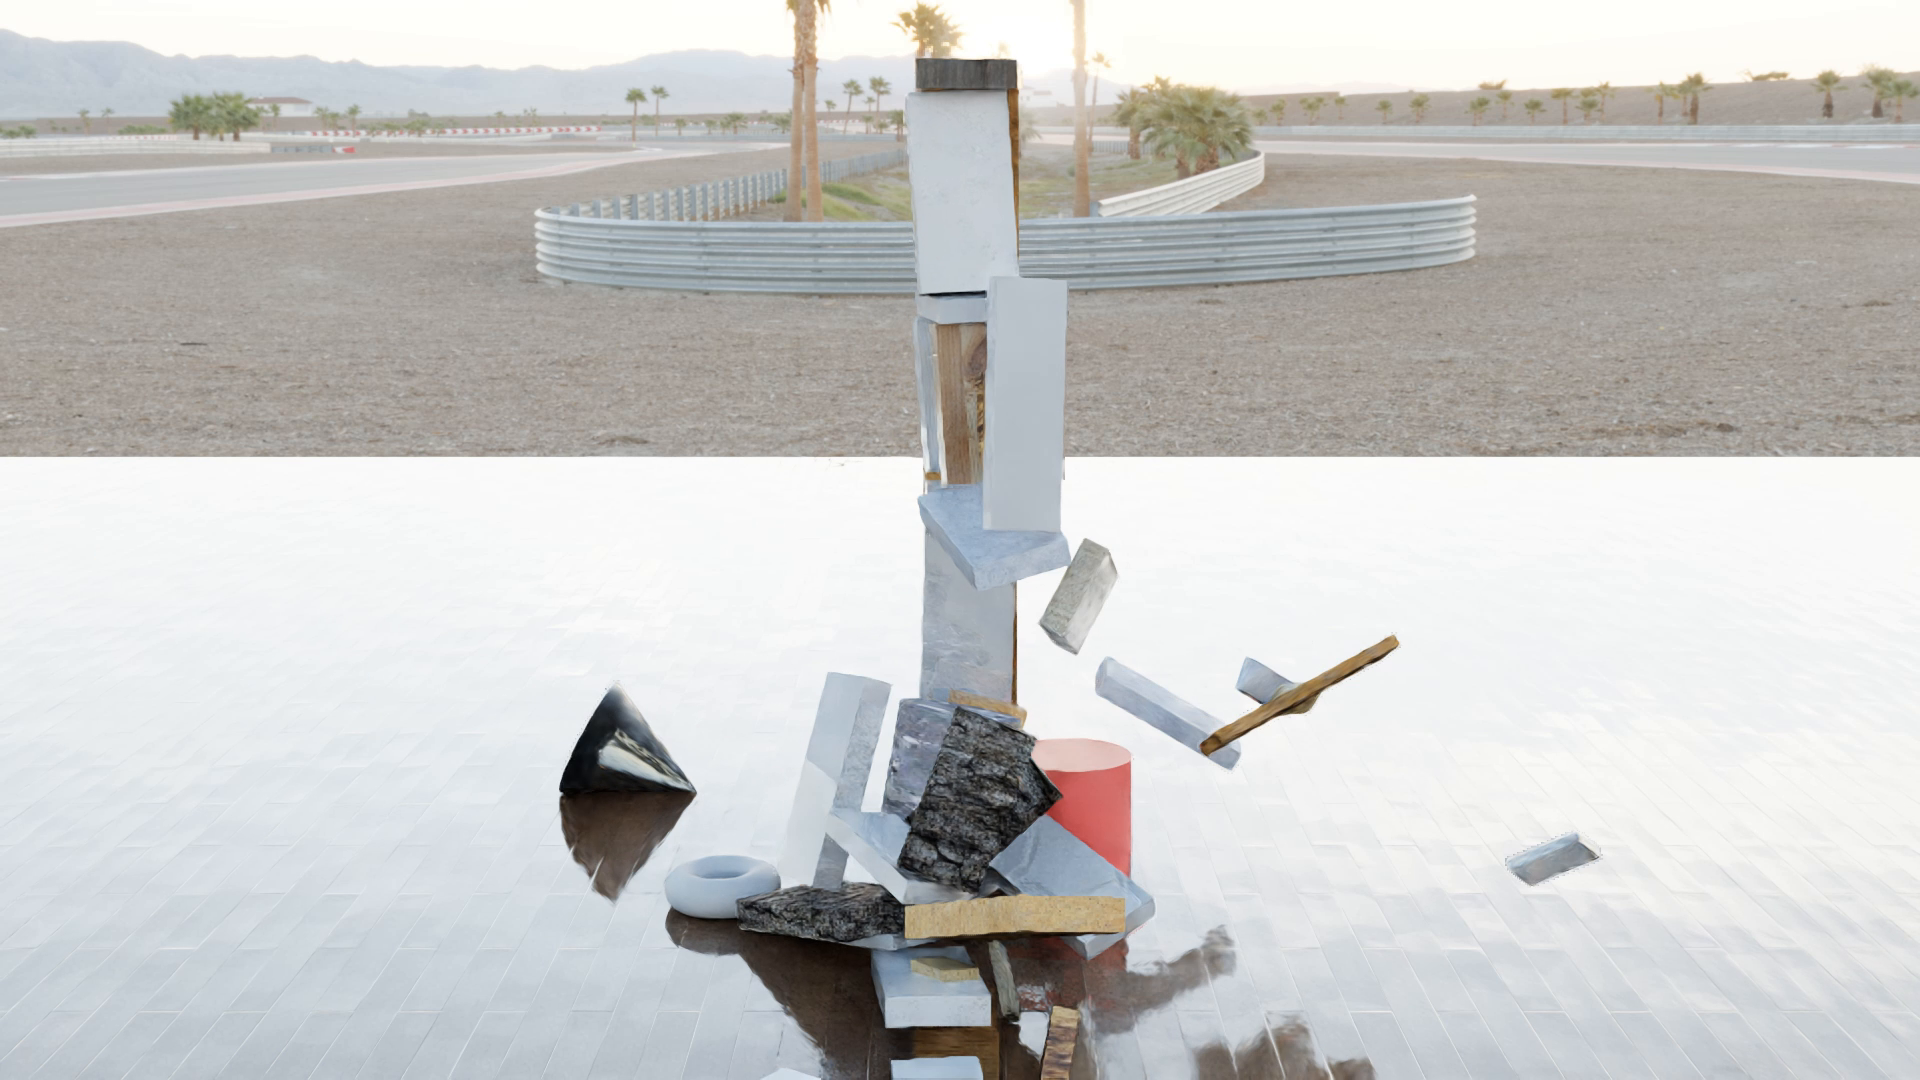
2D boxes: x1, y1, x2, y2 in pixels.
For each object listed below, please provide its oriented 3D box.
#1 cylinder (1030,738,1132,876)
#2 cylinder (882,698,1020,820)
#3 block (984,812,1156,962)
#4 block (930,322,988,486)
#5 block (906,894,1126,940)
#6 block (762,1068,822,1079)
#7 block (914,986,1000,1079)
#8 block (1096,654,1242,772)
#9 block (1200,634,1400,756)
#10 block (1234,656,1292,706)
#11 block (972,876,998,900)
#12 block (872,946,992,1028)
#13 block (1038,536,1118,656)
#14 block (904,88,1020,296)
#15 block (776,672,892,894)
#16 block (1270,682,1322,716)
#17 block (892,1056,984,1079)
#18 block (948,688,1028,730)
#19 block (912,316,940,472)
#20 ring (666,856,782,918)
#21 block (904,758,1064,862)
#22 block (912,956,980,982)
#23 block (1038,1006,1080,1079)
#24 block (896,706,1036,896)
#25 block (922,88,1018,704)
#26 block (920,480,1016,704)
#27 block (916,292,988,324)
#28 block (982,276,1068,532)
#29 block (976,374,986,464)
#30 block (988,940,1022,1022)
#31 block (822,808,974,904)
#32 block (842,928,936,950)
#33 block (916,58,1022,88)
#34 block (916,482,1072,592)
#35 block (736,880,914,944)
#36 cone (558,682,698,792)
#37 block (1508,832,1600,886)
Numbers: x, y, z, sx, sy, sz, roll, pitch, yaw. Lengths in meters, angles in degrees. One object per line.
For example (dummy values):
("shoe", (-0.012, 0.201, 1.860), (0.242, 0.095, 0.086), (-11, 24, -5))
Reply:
("cylinder", (0.190, 0.467, 3.767), (0.207, 0.207, 0.207), (0, 11, 0))
("cylinder", (-0.016, 0.379, 3.607), (0.202, 0.202, 0.202), (10, 2, 0))
("block", (0.165, 0.544, 3.481), (0.139, 0.039, 0.277), (-29, 40, -25))
("block", (0.029, -0.230, 3.675), (0.135, 0.269, 0.038), (-4, 1, -16))
("block", (0.073, 0.536, 3.115), (0.167, 0.047, 0.335), (6, -14, -28))
("block", (-0.209, 0.725, 2.901), (0.107, 0.015, 0.054), (7, 13, 35))
("block", (-0.006, 0.764, 2.587), (0.113, 0.032, 1.233), (0, 10, 0))
("block", (0.363, 0.301, 3.843), (0.271, 0.038, 0.135), (30, 12, -3))
("block", (0.563, 0.255, 3.628), (0.387, 0.021, 0.074), (-25, -14, -24))
("block", (0.515, 0.247, 3.728), (0.117, 0.059, 0.017), (31, -15, -39))
("block", (0.026, 0.552, 3.606), (0.160, 0.023, 0.080), (-31, 36, -26))
("block", (-0.045, 0.624, 3.084), (0.139, 0.039, 0.404), (0, -1, -5))
("block", (0.207, 0.101, 3.788), (0.046, 0.163, 0.327), (28, -4, 10))
("block", (0.003, -0.584, 3.698), (0.167, 0.335, 0.047), (-4, 1, -8))
("block", (-0.202, 0.381, 3.501), (0.047, 0.335, 0.167), (17, -7, -23))
("block", (0.564, 0.268, 3.708), (0.117, 0.059, 0.017), (-1, 39, -47))
("block", (-0.022, 0.705, 2.740), (0.112, 0.032, 0.225), (-2, 9, -5))
("block", (0.016, 0.407, 3.823), (0.135, 0.271, 0.038), (14, 7, -7))
("block", (-0.004, -0.257, 3.836), (0.135, 0.269, 0.038), (-3, -7, -15))
("ring", (-0.389, 0.569, 3.612), (0.191, 0.064, 0.191), (-1, 10, 0))
("block", (0.013, 0.441, 3.448), (0.139, 0.277, 0.039), (48, 0, 37))
("block", (-0.021, 0.595, 3.050), (0.054, 0.015, 0.107), (1, -2, -26))
("block", (0.114, 0.655, 2.690), (0.032, 0.112, 0.225), (11, -25, 4))
("block", (0.010, 0.381, 3.214), (0.123, 0.247, 0.035), (21, 1, -4))
("block", (0.018, -0.138, 3.960), (0.167, 1.324, 0.047), (-1, 8, -5))
("block", (0.014, 0.116, 3.949), (0.163, 0.439, 0.046), (1, 8, -5))
("block", (0.011, -0.399, 3.736), (0.135, 0.038, 0.269), (-4, 10, -9))
("block", (0.104, -0.217, 3.529), (0.123, 0.404, 0.035), (1, 1, -24))
("block", (0.066, -0.198, 3.624), (0.074, 0.148, 0.021), (3, -12, -27))
("block", (0.064, 0.629, 3.135), (0.015, 0.107, 0.054), (-17, -26, 8))
("block", (-0.093, 0.479, 3.324), (0.123, 0.035, 0.247), (10, 14, -35))
("block", (-0.107, 0.597, 3.328), (0.080, 0.023, 0.160), (-6, -2, -33))
("block", (0.020, -0.802, 3.782), (0.167, 0.047, 0.335), (1, 12, 3))
("block", (0.053, -0.018, 3.679), (0.163, 0.046, 0.327), (-16, 26, -12))
("block", (-0.193, 0.573, 3.412), (0.167, 0.047, 0.335), (-8, -1, -33))
("cone", (-0.609, 0.431, 4.231), (0.237, 0.237, 0.237), (27, 12, 0))
("block", (0.867, 0.466, 3.212), (0.117, 0.017, 0.059), (-31, -51, 32))
